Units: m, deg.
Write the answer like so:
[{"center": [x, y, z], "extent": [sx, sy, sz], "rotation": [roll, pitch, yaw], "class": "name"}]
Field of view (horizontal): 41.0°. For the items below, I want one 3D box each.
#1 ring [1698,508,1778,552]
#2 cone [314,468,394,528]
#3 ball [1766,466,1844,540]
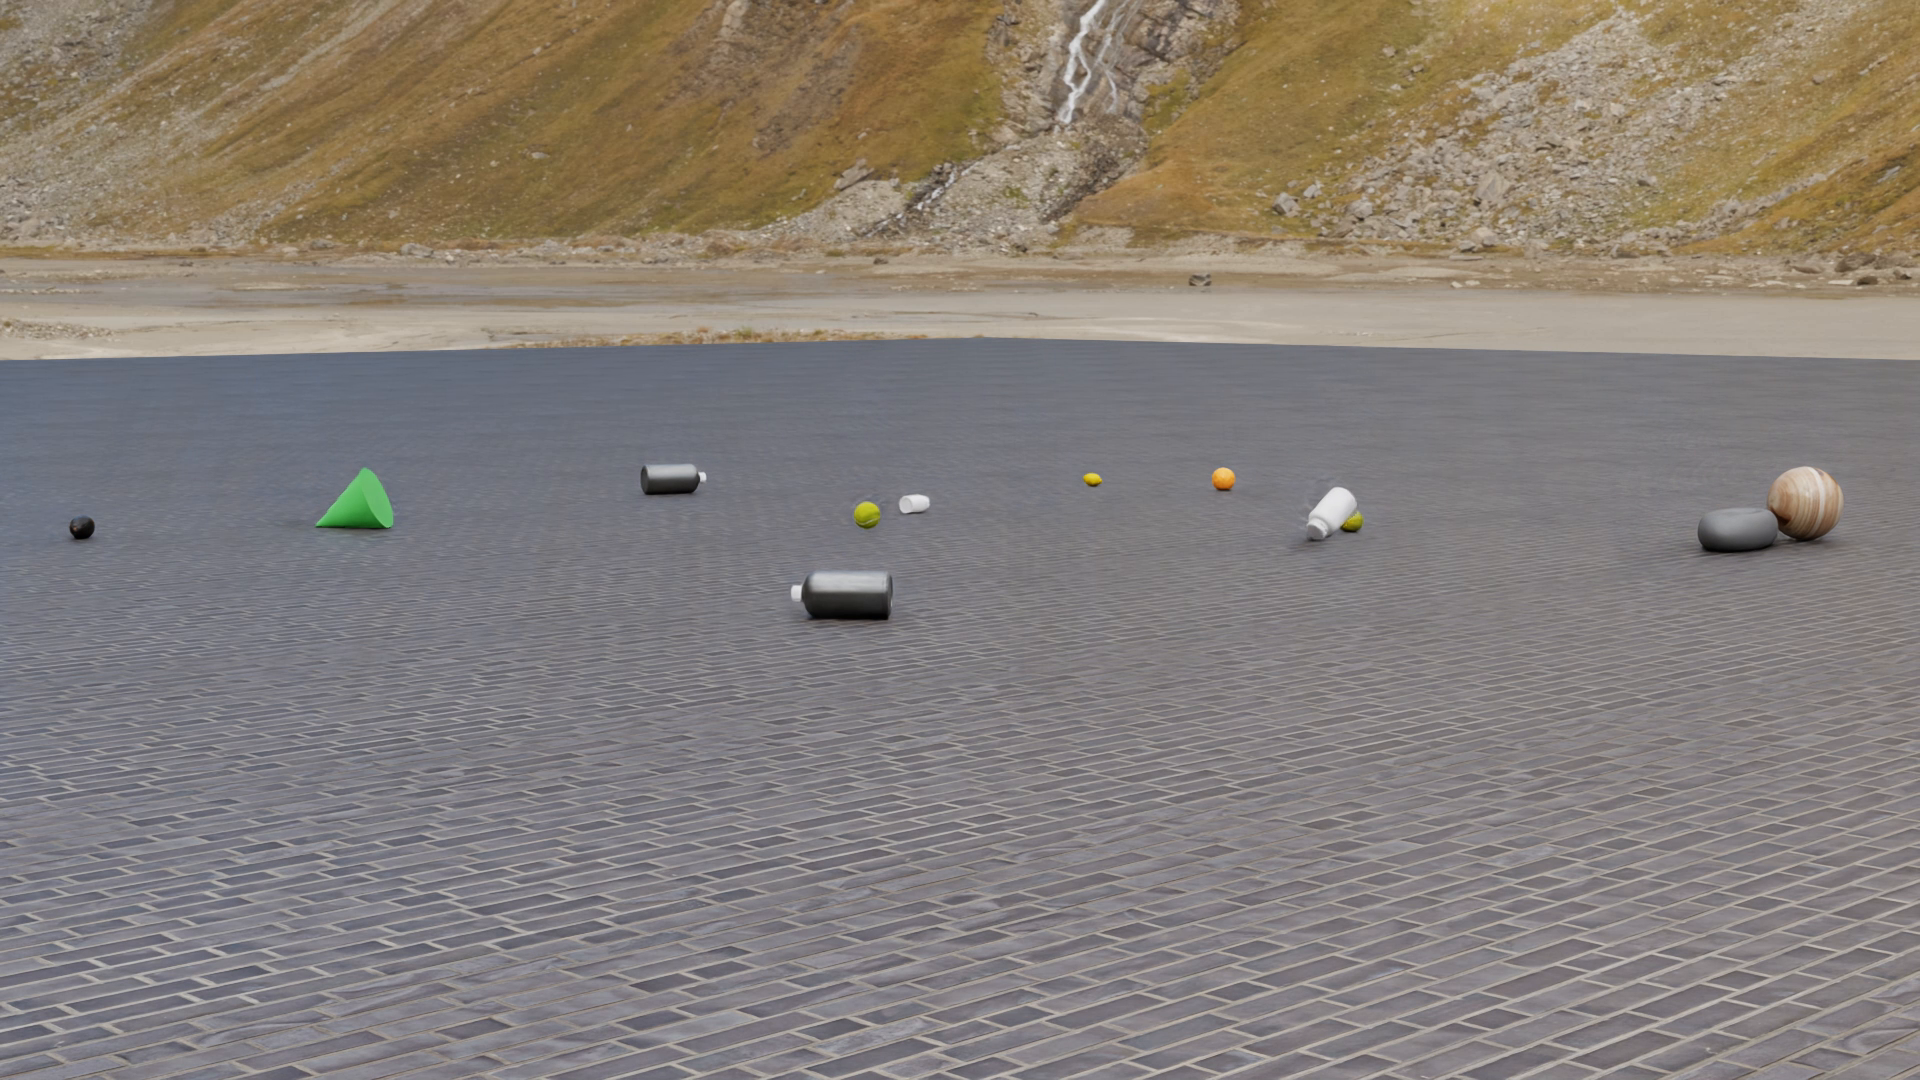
[{"center": [1.897, -0.026, 6.253], "extent": [0.171, 0.087, 0.374], "rotation": [2, 5, 31], "class": "ring"}, {"center": [-1.613, -0.072, 6.732], "extent": [0.188, 0.165, 0.180], "rotation": [-24, 37, 6], "class": "cone"}, {"center": [2.111, -0.092, 6.408], "extent": [0.184, 0.184, 0.184], "rotation": [0, 6, 0], "class": "ball"}]
